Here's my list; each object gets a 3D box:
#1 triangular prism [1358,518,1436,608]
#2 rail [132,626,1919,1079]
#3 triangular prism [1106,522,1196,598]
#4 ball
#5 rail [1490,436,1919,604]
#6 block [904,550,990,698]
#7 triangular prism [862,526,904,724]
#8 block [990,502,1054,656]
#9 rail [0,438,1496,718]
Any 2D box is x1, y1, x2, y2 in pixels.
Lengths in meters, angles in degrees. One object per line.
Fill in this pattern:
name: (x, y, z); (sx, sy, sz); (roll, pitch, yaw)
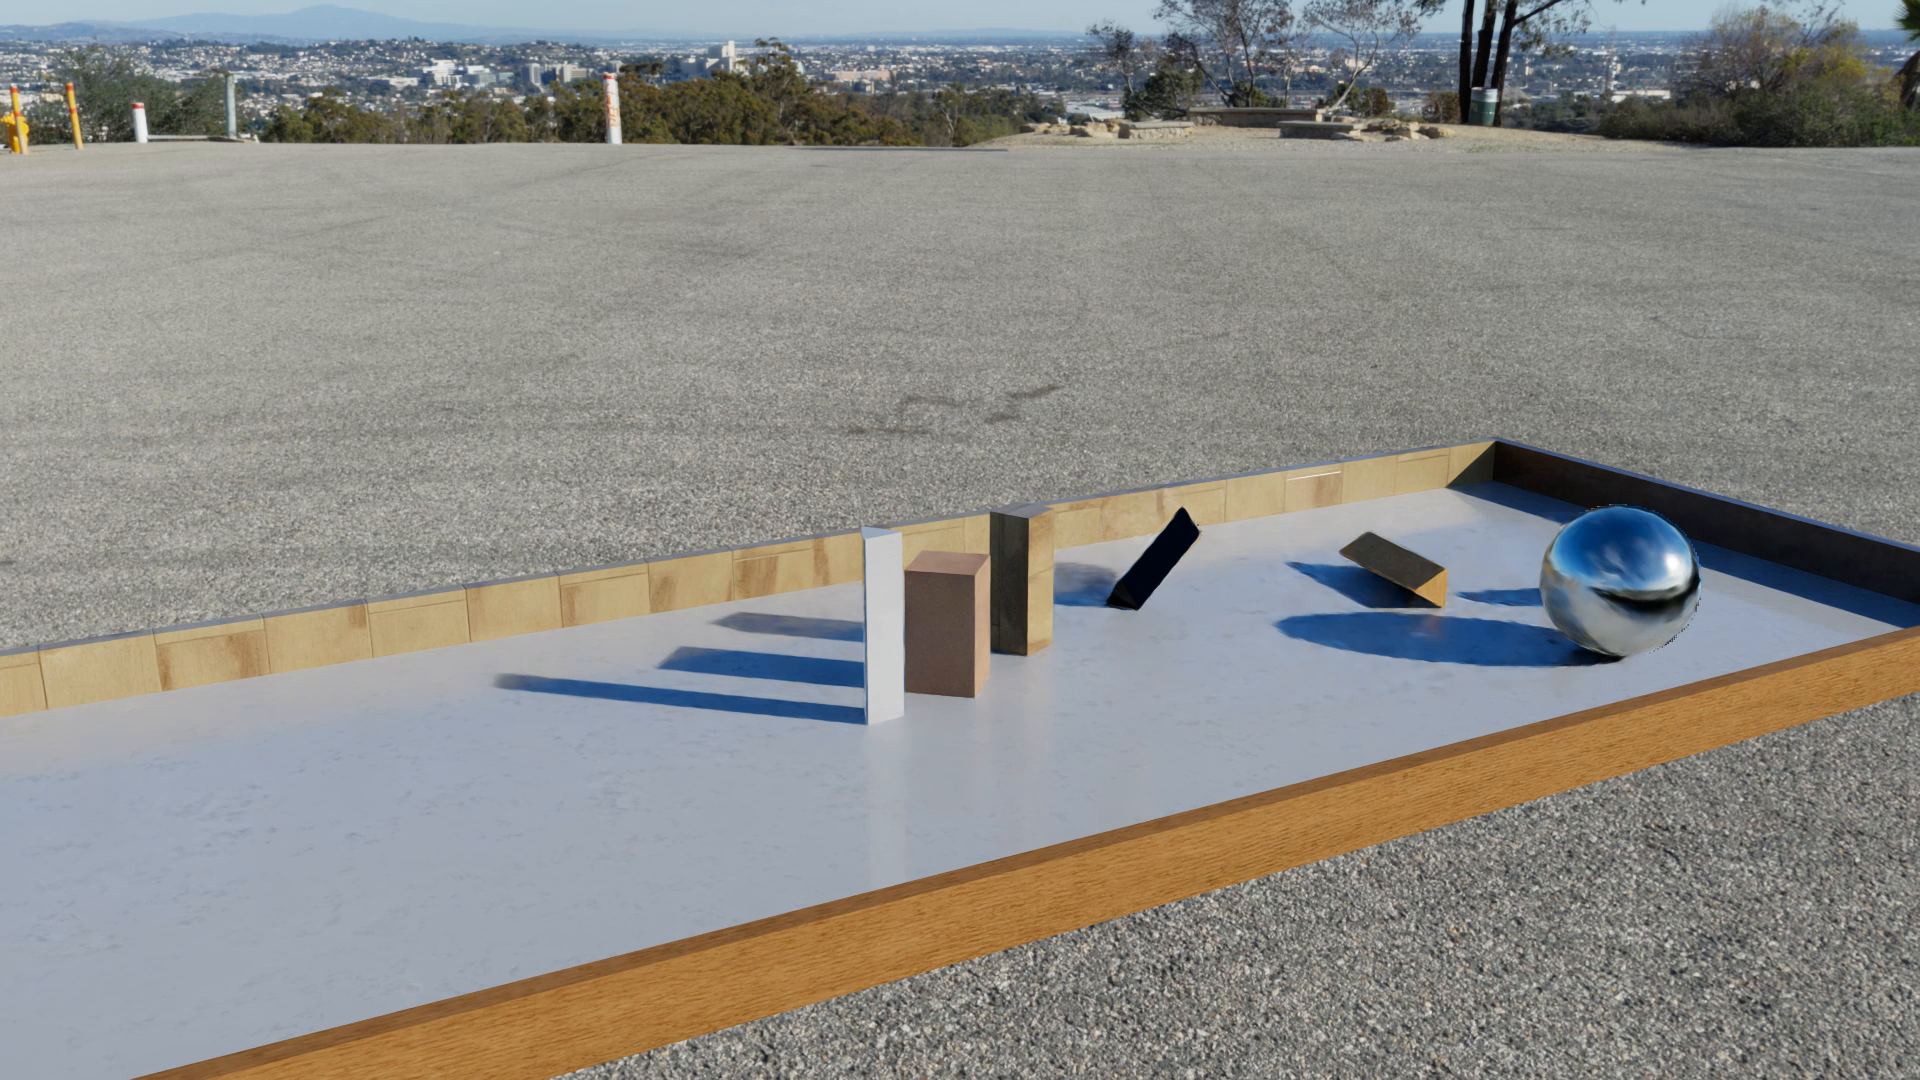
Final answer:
triangular prism: (1.278, 0.071, 4.846); (0.116, 0.100, 0.404); (7, 34, 33)
rail: (-2.336, 1.006, 1.665); (12.000, 0.150, 0.050); (-9, 18, -27)
triangular prism: (0.575, 0.044, 4.830); (0.103, 0.089, 0.419); (25, 7, -25)
ball: (1.715, 0.107, 4.298); (0.390, 0.390, 0.390); (0, 16, 0)
rail: (2.466, -0.048, 5.253); (0.050, 0.150, 2.100); (-9, 18, -27)
block: (-0.029, 0.206, 4.092); (0.175, 0.316, 0.175); (4, 17, 13)
triangular prism: (-0.202, 0.198, 3.874); (0.104, 0.456, 0.090); (-11, 20, -34)
block: (0.162, 0.101, 4.344); (0.122, 0.375, 0.122); (11, 20, 34)
rail: (-3.305, 0.497, 3.399); (12.000, 0.150, 0.050); (-9, 18, -27)
